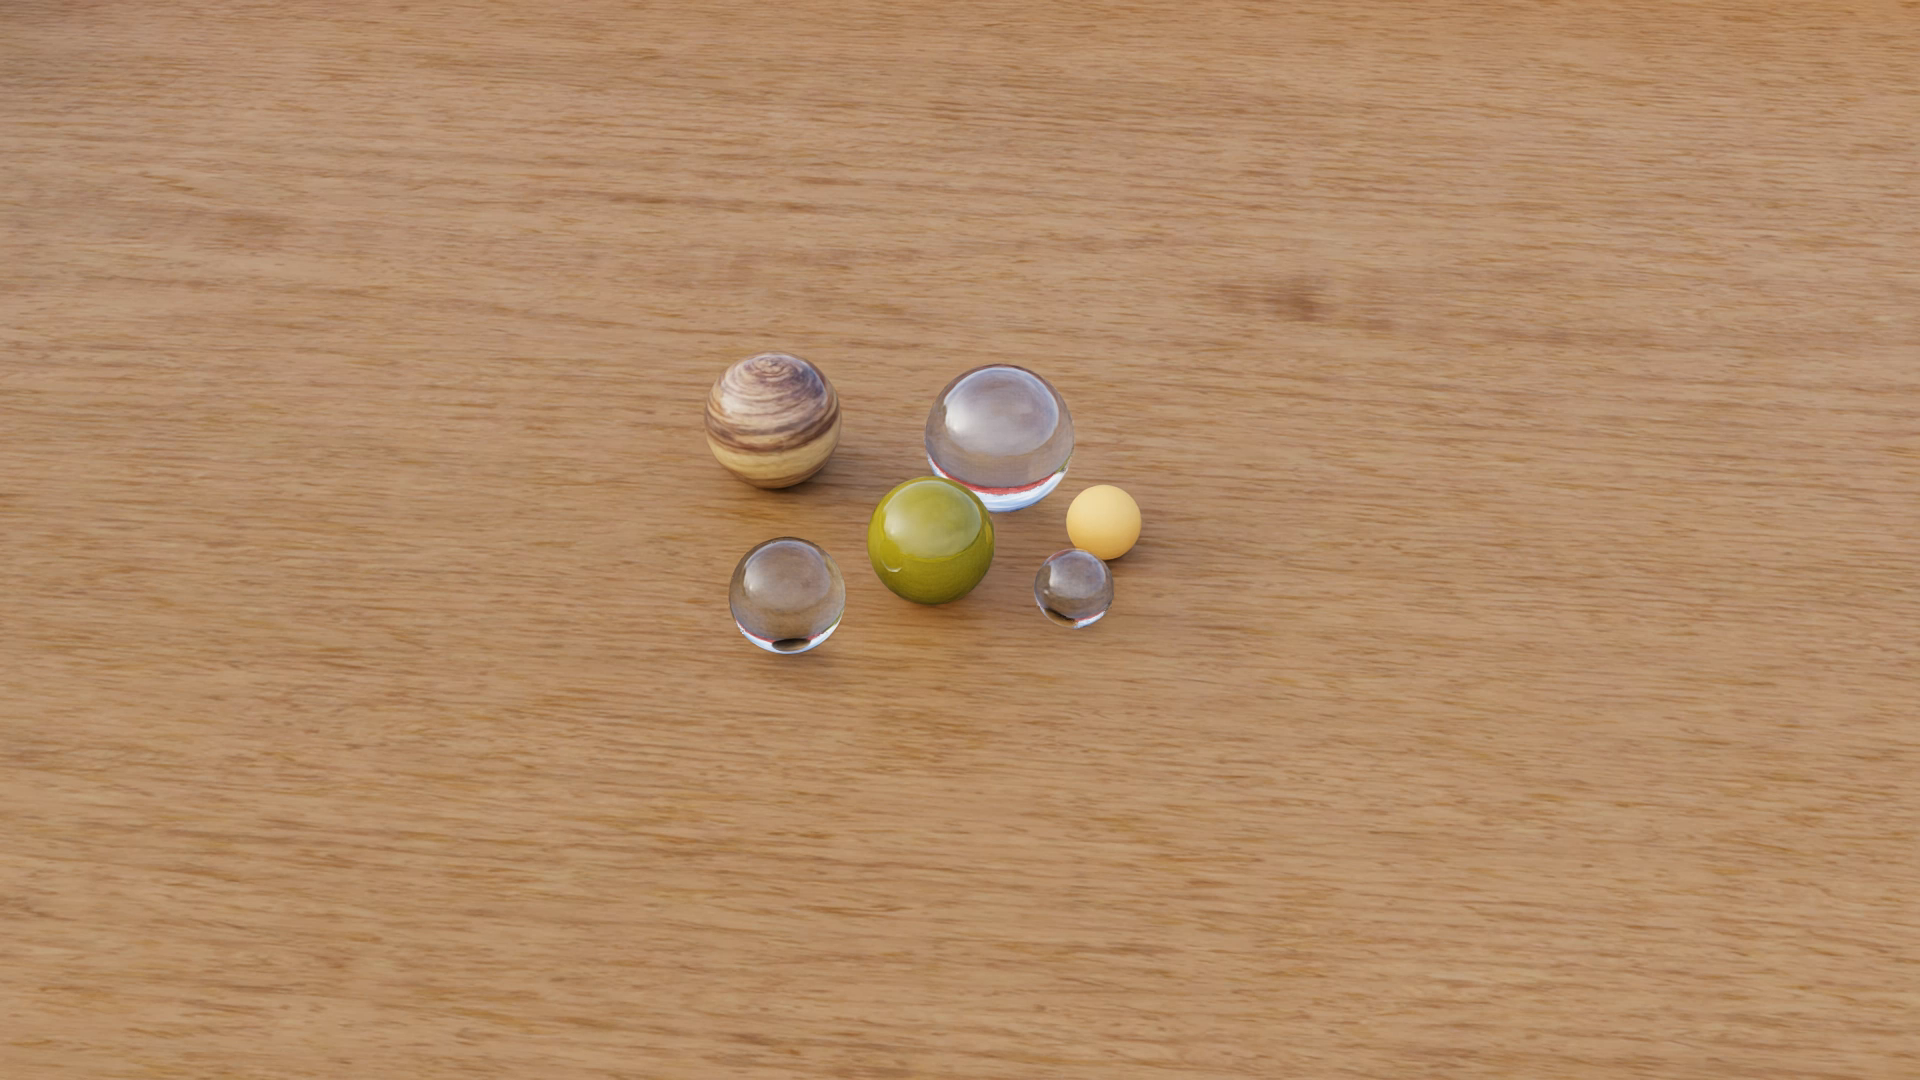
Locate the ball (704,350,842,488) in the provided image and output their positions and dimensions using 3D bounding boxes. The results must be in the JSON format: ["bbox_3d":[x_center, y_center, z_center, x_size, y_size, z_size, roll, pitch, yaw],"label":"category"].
[{"bbox_3d":[-0.124,-0.080,1.699,0.091,0.091,0.091,0,36,0],"label":"ball"}]

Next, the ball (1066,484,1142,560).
[{"bbox_3d":[0.092,-0.011,1.642,0.048,0.048,0.048,0,36,0],"label":"ball"}]

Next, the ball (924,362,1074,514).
[{"bbox_3d":[0.026,-0.067,1.675,0.098,0.098,0.098,0,36,0],"label":"ball"}]

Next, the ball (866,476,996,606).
[{"bbox_3d":[-0.018,0.000,1.598,0.081,0.081,0.081,0,36,0],"label":"ball"}]

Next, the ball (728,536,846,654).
[{"bbox_3d":[-0.105,0.034,1.561,0.072,0.072,0.072,0,36,0],"label":"ball"}]

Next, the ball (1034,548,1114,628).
[{"bbox_3d":[0.071,0.030,1.585,0.050,0.050,0.050,0,36,0],"label":"ball"}]
